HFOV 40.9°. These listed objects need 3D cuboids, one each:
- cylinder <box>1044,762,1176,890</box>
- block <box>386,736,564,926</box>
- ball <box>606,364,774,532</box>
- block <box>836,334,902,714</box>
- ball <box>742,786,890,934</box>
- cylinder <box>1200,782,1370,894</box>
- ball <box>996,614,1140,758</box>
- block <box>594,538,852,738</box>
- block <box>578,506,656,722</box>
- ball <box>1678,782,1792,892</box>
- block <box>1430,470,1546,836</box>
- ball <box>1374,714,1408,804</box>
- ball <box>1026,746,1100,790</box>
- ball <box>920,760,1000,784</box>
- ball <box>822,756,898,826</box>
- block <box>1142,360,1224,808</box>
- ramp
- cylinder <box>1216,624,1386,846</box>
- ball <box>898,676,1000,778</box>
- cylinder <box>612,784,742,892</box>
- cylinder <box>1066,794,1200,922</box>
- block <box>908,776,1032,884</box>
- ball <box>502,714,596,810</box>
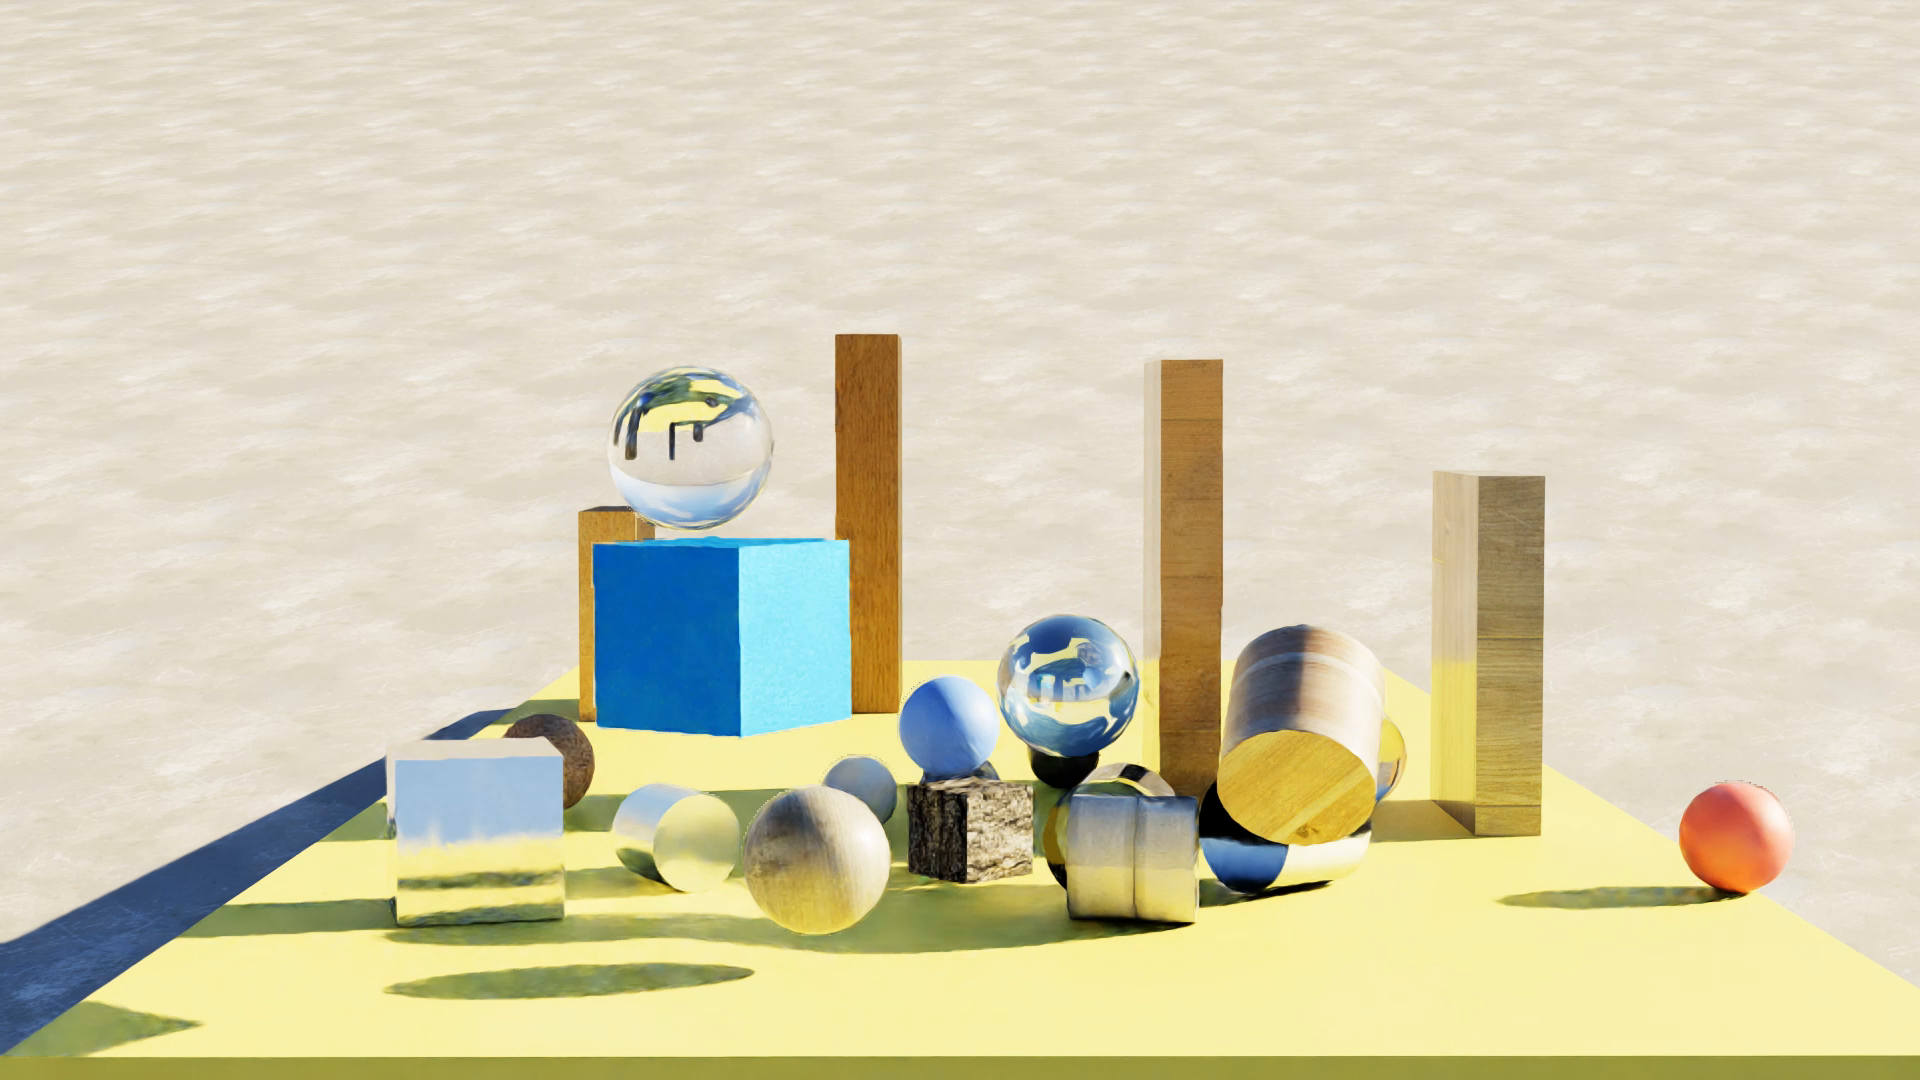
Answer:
[{"bbox_3d":[0.203,0.384,3.371,0.164,0.164,0.164,4,4,11],"label":"cylinder"},{"bbox_3d":[-0.620,0.367,3.276,0.205,0.205,0.205,-1,2,-16],"label":"block"},{"bbox_3d":[-0.308,-0.104,2.936,0.191,0.191,0.191,0,22,0],"label":"ball"},{"bbox_3d":[-0.195,-0.043,5.586,0.130,0.794,0.429,0,3,0],"label":"block"},{"bbox_3d":[-0.163,0.364,2.925,0.168,0.168,0.168,0,22,0],"label":"ball"},{"bbox_3d":[0.430,0.381,3.409,0.160,0.160,0.160,0,17,-41],"label":"cylinder"},{"bbox_3d":[0.138,0.186,3.291,0.185,0.185,0.185,0,22,0],"label":"ball"},{"bbox_3d":[-0.255,0.100,2.775,0.195,0.195,0.195,1,3,33],"label":"block"},{"bbox_3d":[-0.719,0.148,5.417,0.117,0.429,0.340,0,3,0],"label":"block"},{"bbox_3d":[1.022,0.392,3.389,0.144,0.144,0.144,0,22,0],"label":"ball"},{"bbox_3d":[0.818,0.164,4.005,0.099,0.537,0.366,0,3,0],"label":"block"},{"bbox_3d":[0.630,0.344,4.112,0.168,0.168,0.168,0,22,0],"label":"ball"},{"bbox_3d":[0.174,0.356,4.318,0.123,0.123,0.123,0,22,0],"label":"ball"},{"bbox_3d":[0.001,0.379,3.857,0.126,0.126,0.126,0,22,0],"label":"ball"},{"bbox_3d":[-0.152,0.383,3.863,0.117,0.117,0.117,0,22,0],"label":"ball"},{"bbox_3d":[0.367,0.062,4.274,0.098,0.715,0.371,0,3,0],"label":"block"},{"bbox_3d":[0.051,0.457,4.533,2.000,0.100,4.000,0,3,0],"label":"ramp"},{"bbox_3d":[0.434,0.247,3.256,0.197,0.197,0.197,4,40,10],"label":"cylinder"},{"bbox_3d":[-0.015,0.263,3.616,0.141,0.141,0.141,0,22,0],"label":"ball"},{"bbox_3d":[-0.380,0.398,3.445,0.129,0.129,0.129,-14,10,-31],"label":"cylinder"},{"bbox_3d":[0.217,0.396,3.203,0.156,0.156,0.156,0,22,8],"label":"cylinder"},{"bbox_3d":[0.014,0.397,3.529,0.121,0.121,0.121,-3,4,-41],"label":"block"},{"bbox_3d":[-0.654,0.353,4.040,0.159,0.159,0.159,0,22,0],"label":"ball"}]
